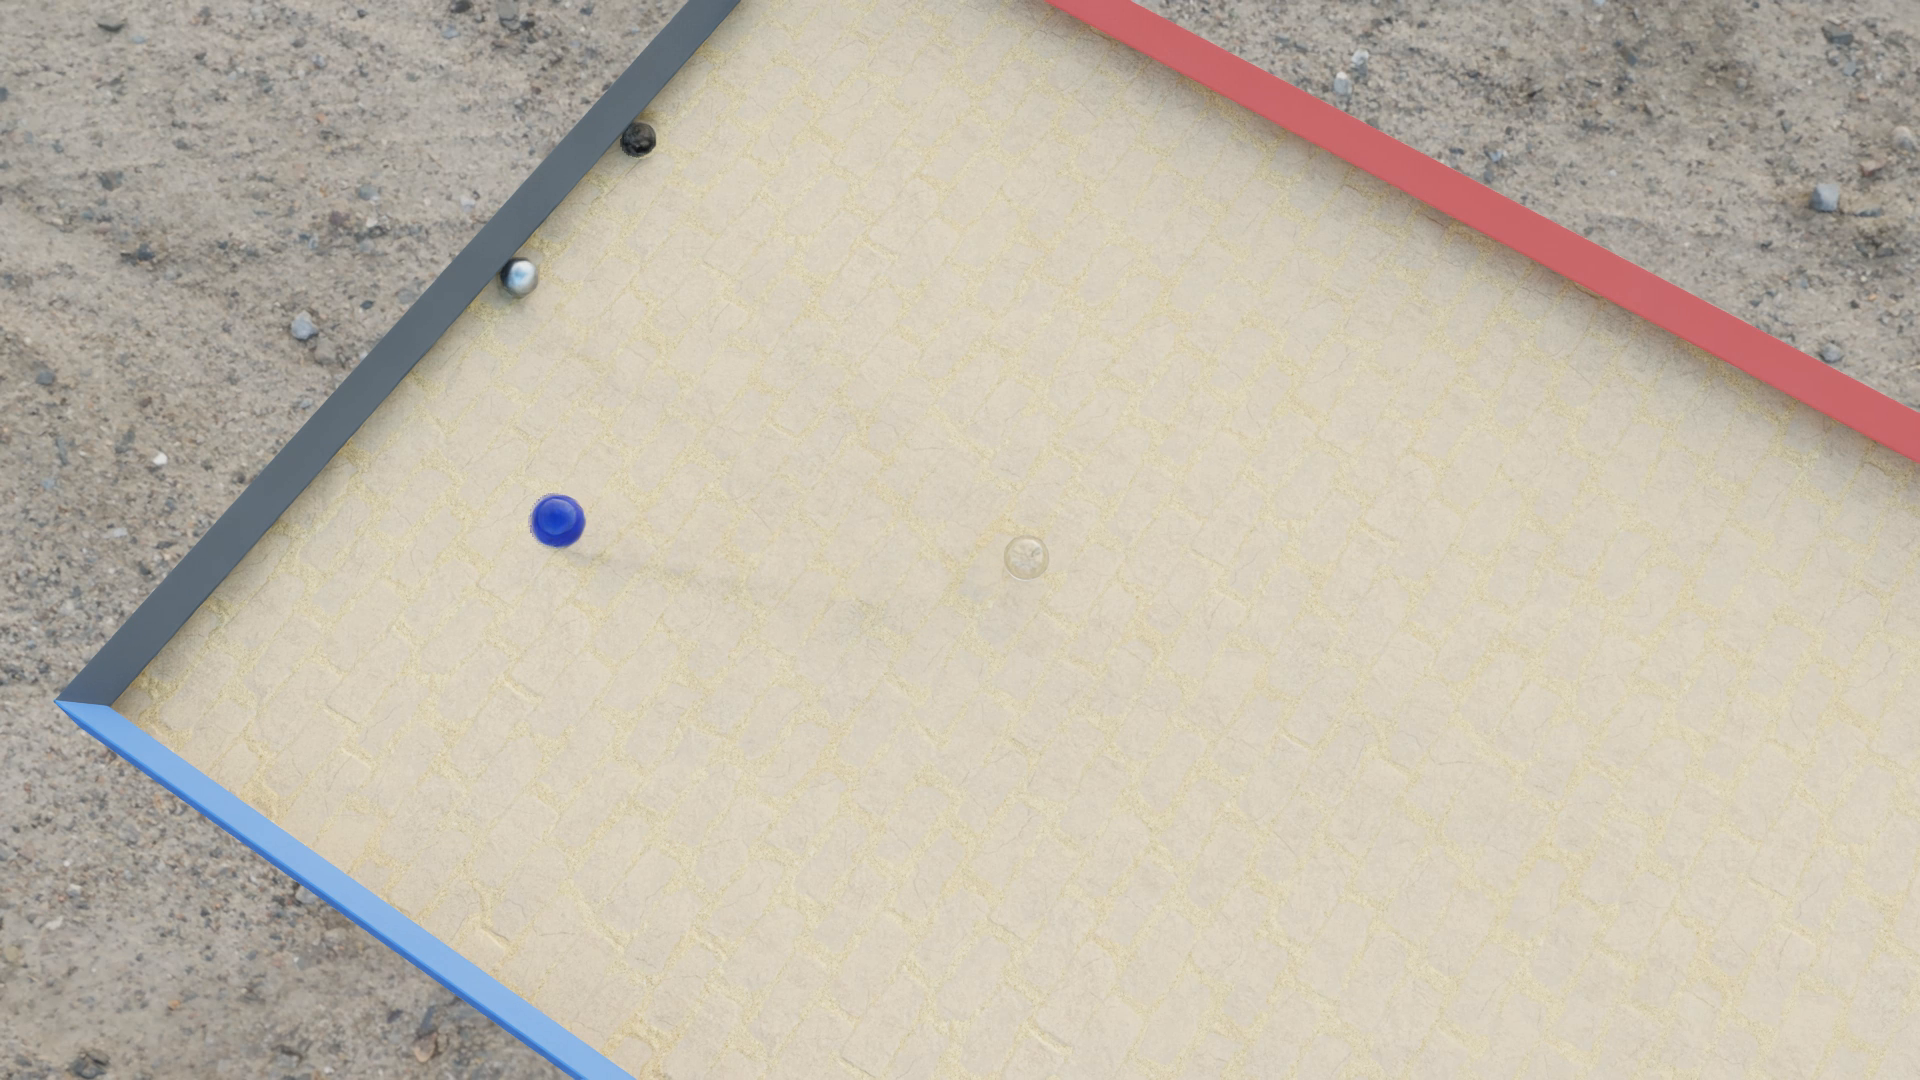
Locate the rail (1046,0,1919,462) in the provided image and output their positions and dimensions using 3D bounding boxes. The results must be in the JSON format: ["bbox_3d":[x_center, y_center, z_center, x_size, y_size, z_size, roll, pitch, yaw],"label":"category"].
[{"bbox_3d":[1.379,-0.272,3.683,3.933,0.115,0.045,31,68,14],"label":"rail"}]

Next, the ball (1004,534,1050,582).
[{"bbox_3d":[0.108,0.029,3.563,0.076,0.076,0.076,0,65,0],"label":"ball"}]

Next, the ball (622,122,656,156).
[{"bbox_3d":[-0.572,-0.715,3.925,0.060,0.060,0.060,0,65,0],"label":"ball"}]

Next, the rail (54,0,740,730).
[{"bbox_3d":[-0.797,-0.492,3.787,0.045,0.115,2.066,31,68,14],"label":"rail"}]

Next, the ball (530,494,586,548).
[{"bbox_3d":[-0.655,-0.031,3.584,0.089,0.089,0.089,0,65,0],"label":"ball"}]

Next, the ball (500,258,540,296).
[{"bbox_3d":[-0.761,-0.454,3.798,0.066,0.066,0.066,0,65,0],"label":"ball"}]

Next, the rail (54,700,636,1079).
[{"bbox_3d":[0.255,1.243,2.964,3.933,0.115,0.045,31,68,14],"label":"rail"}]
